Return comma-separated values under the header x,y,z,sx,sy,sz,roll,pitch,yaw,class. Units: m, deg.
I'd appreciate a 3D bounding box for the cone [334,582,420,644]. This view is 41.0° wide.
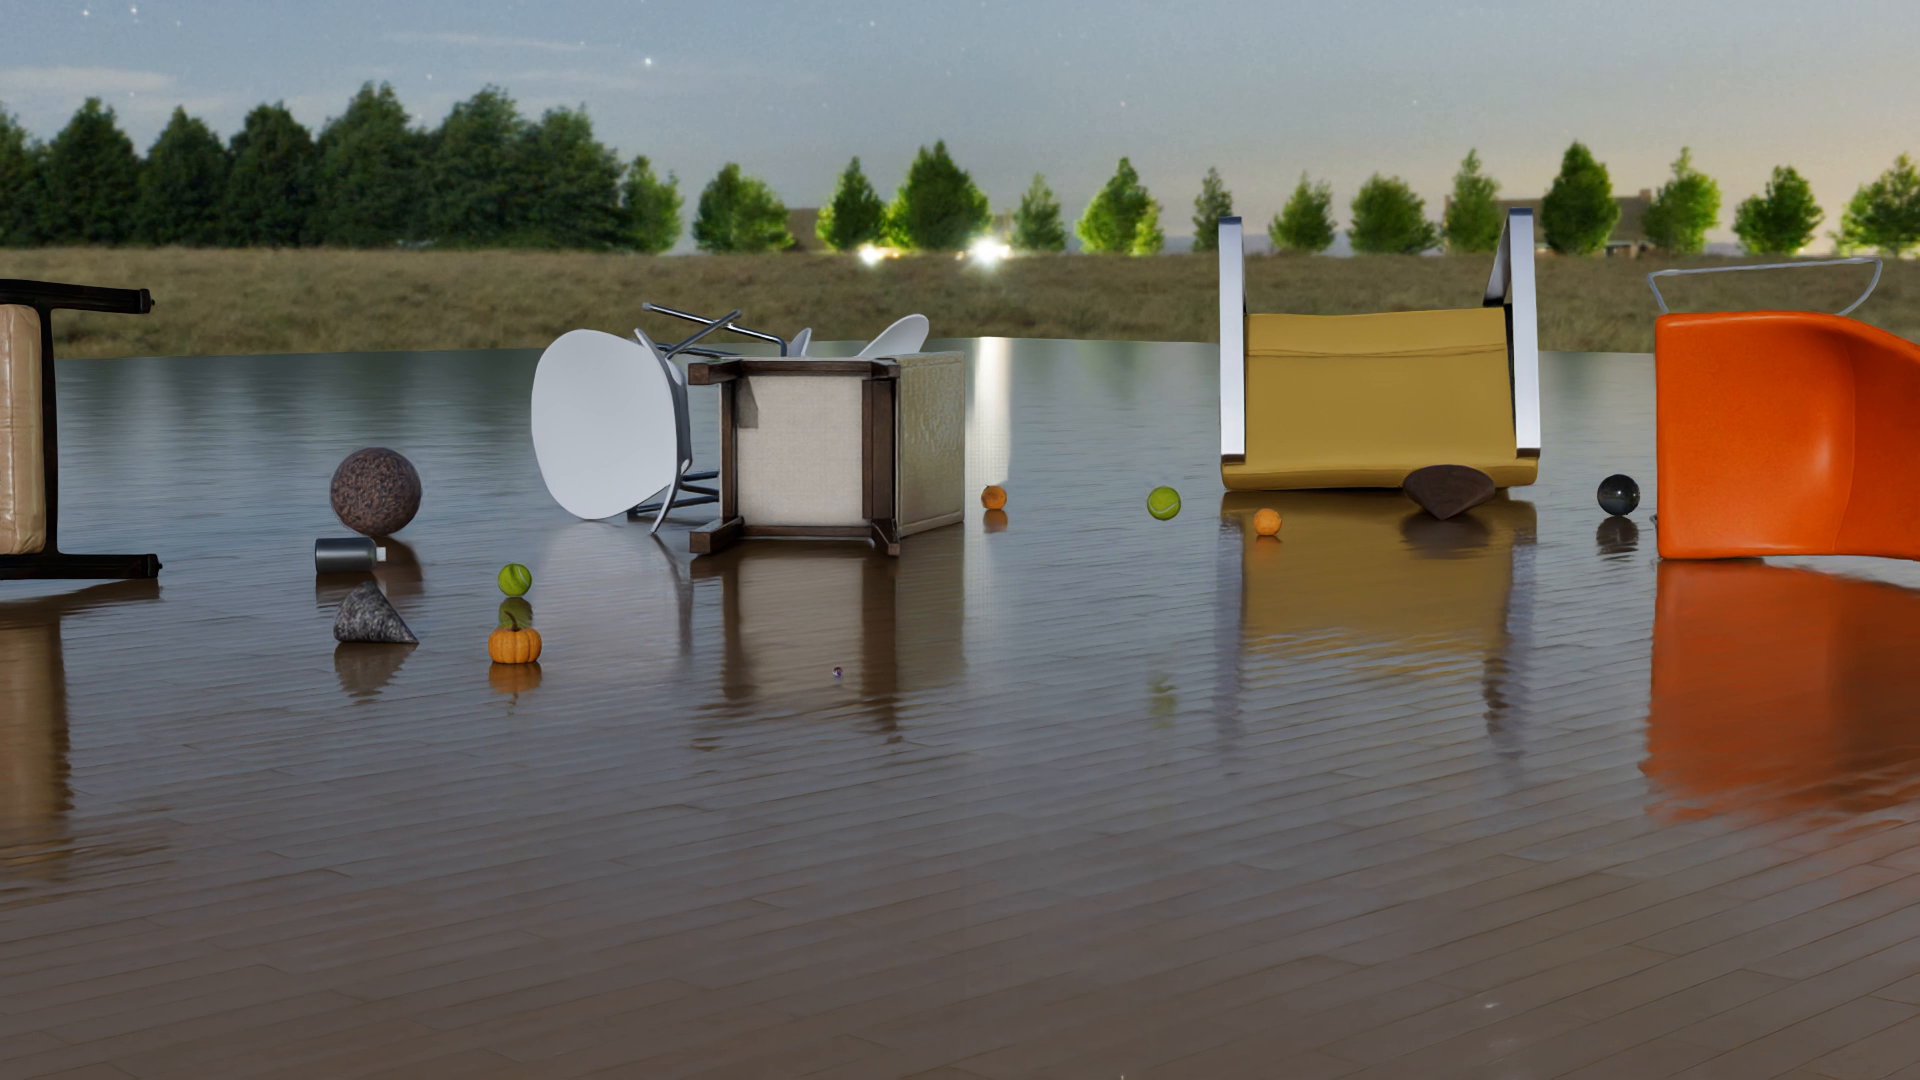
x,y,z,sx,sy,sz,roll,pitch,yaw,class
-1.031,0.157,4.621,0.136,0.120,0.144,25,8,10,cone

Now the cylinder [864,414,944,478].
x,y,z,sx,sy,sz,roll,pitch,yaw,class
-0.184,-0.311,8.449,0.196,0.204,0.201,-34,18,-18,cylinder

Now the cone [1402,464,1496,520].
x,y,z,sx,sy,sz,roll,pitch,yaw,class
1.336,-0.100,7.063,0.260,0.132,0.337,2,17,14,cone

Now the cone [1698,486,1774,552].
x,y,z,sx,sy,sz,roll,pitch,yaw,class
1.879,-0.015,6.180,0.177,0.171,0.169,0,33,9,cone

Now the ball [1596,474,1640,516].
x,y,z,sx,sy,sz,roll,pitch,yaw,class
1.810,-0.124,7.049,0.116,0.116,0.116,0,6,0,ball

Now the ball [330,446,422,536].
x,y,z,sx,sy,sz,roll,pitch,yaw,class
-1.478,-0.123,6.497,0.227,0.227,0.227,0,6,0,ball
